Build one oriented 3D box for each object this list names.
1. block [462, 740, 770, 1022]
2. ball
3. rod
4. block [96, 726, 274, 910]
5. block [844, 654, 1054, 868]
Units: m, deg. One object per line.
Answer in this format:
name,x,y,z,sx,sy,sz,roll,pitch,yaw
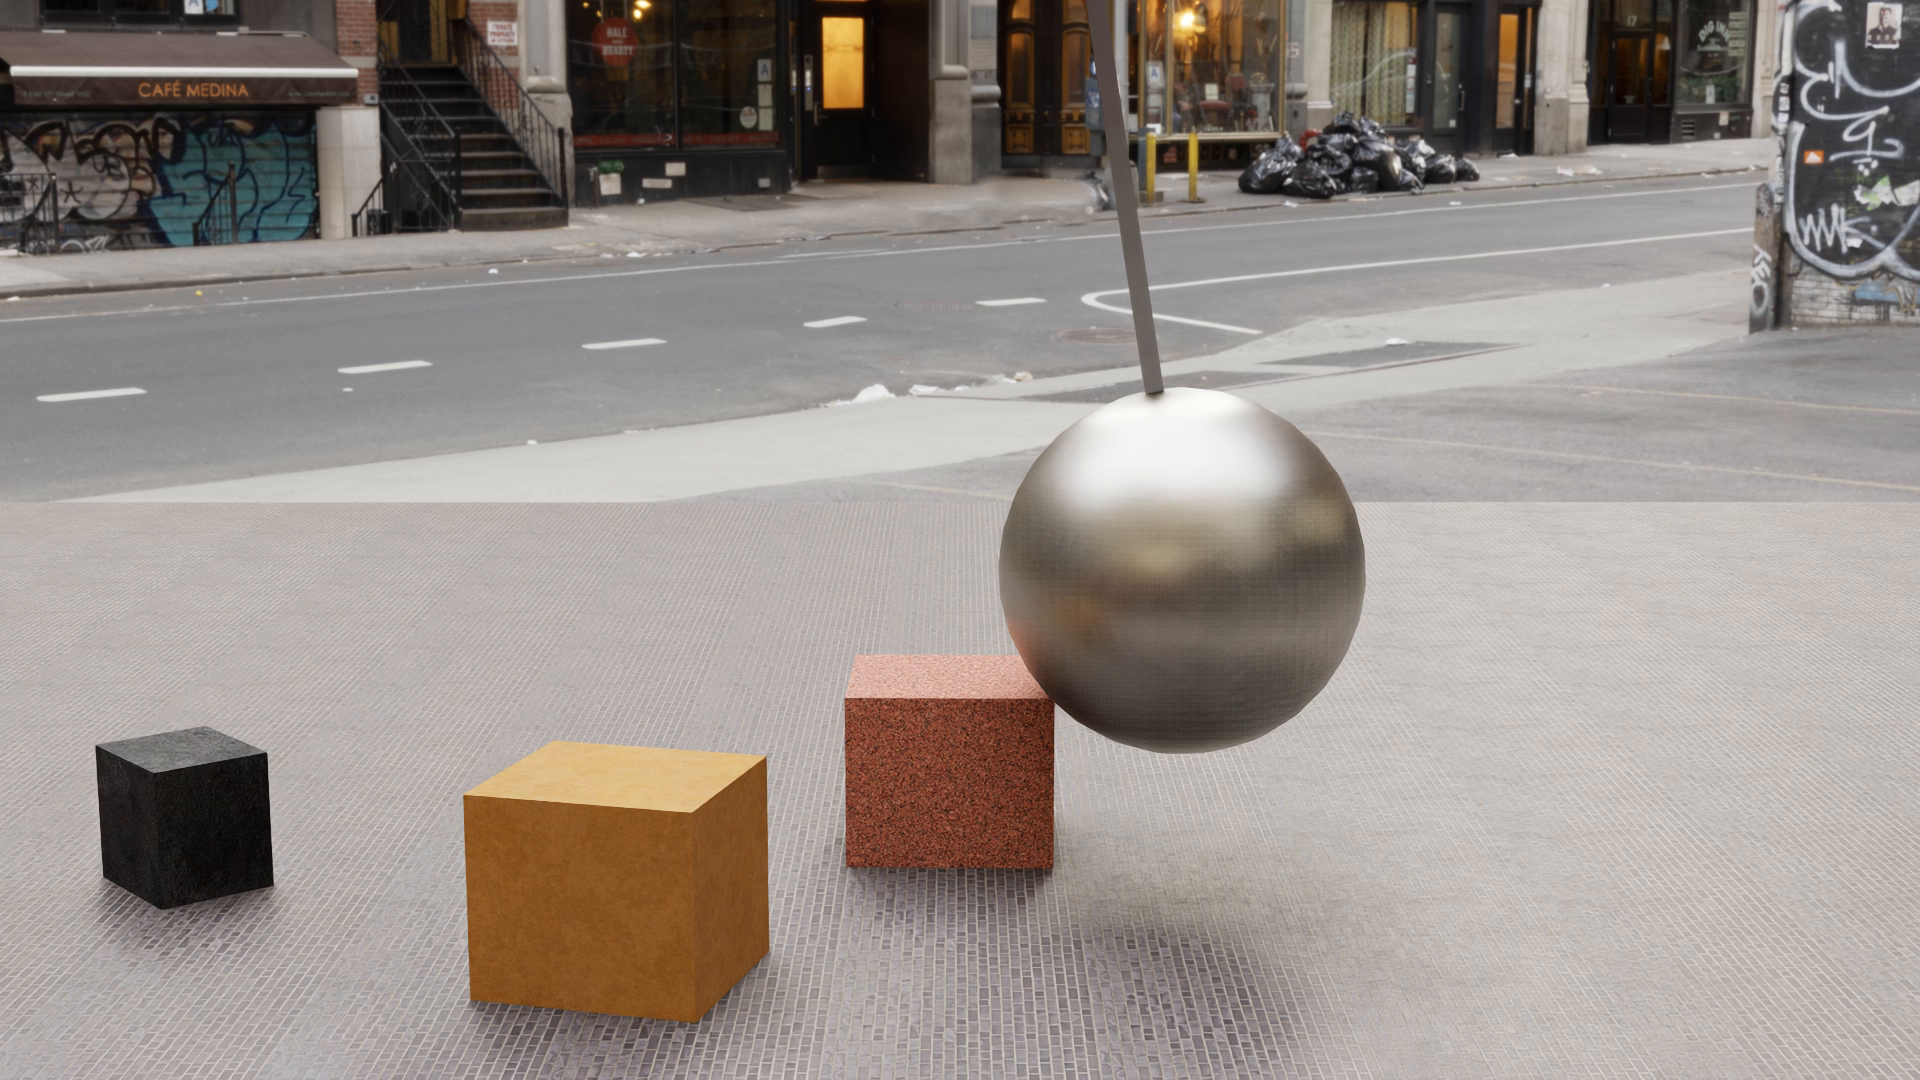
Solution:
block,-1.326,1.315,10.052,0.922,0.817,0.830,3,11,15
ball,0.966,0.135,11.205,1.600,1.600,1.600,0,10,0
rod,0.419,-3.167,10.605,0.080,5.200,0.080,-9,10,2
block,-3.400,1.206,11.246,0.514,0.603,0.611,-9,14,-40
block,-0.038,1.007,11.846,0.930,0.780,0.863,0,10,1
